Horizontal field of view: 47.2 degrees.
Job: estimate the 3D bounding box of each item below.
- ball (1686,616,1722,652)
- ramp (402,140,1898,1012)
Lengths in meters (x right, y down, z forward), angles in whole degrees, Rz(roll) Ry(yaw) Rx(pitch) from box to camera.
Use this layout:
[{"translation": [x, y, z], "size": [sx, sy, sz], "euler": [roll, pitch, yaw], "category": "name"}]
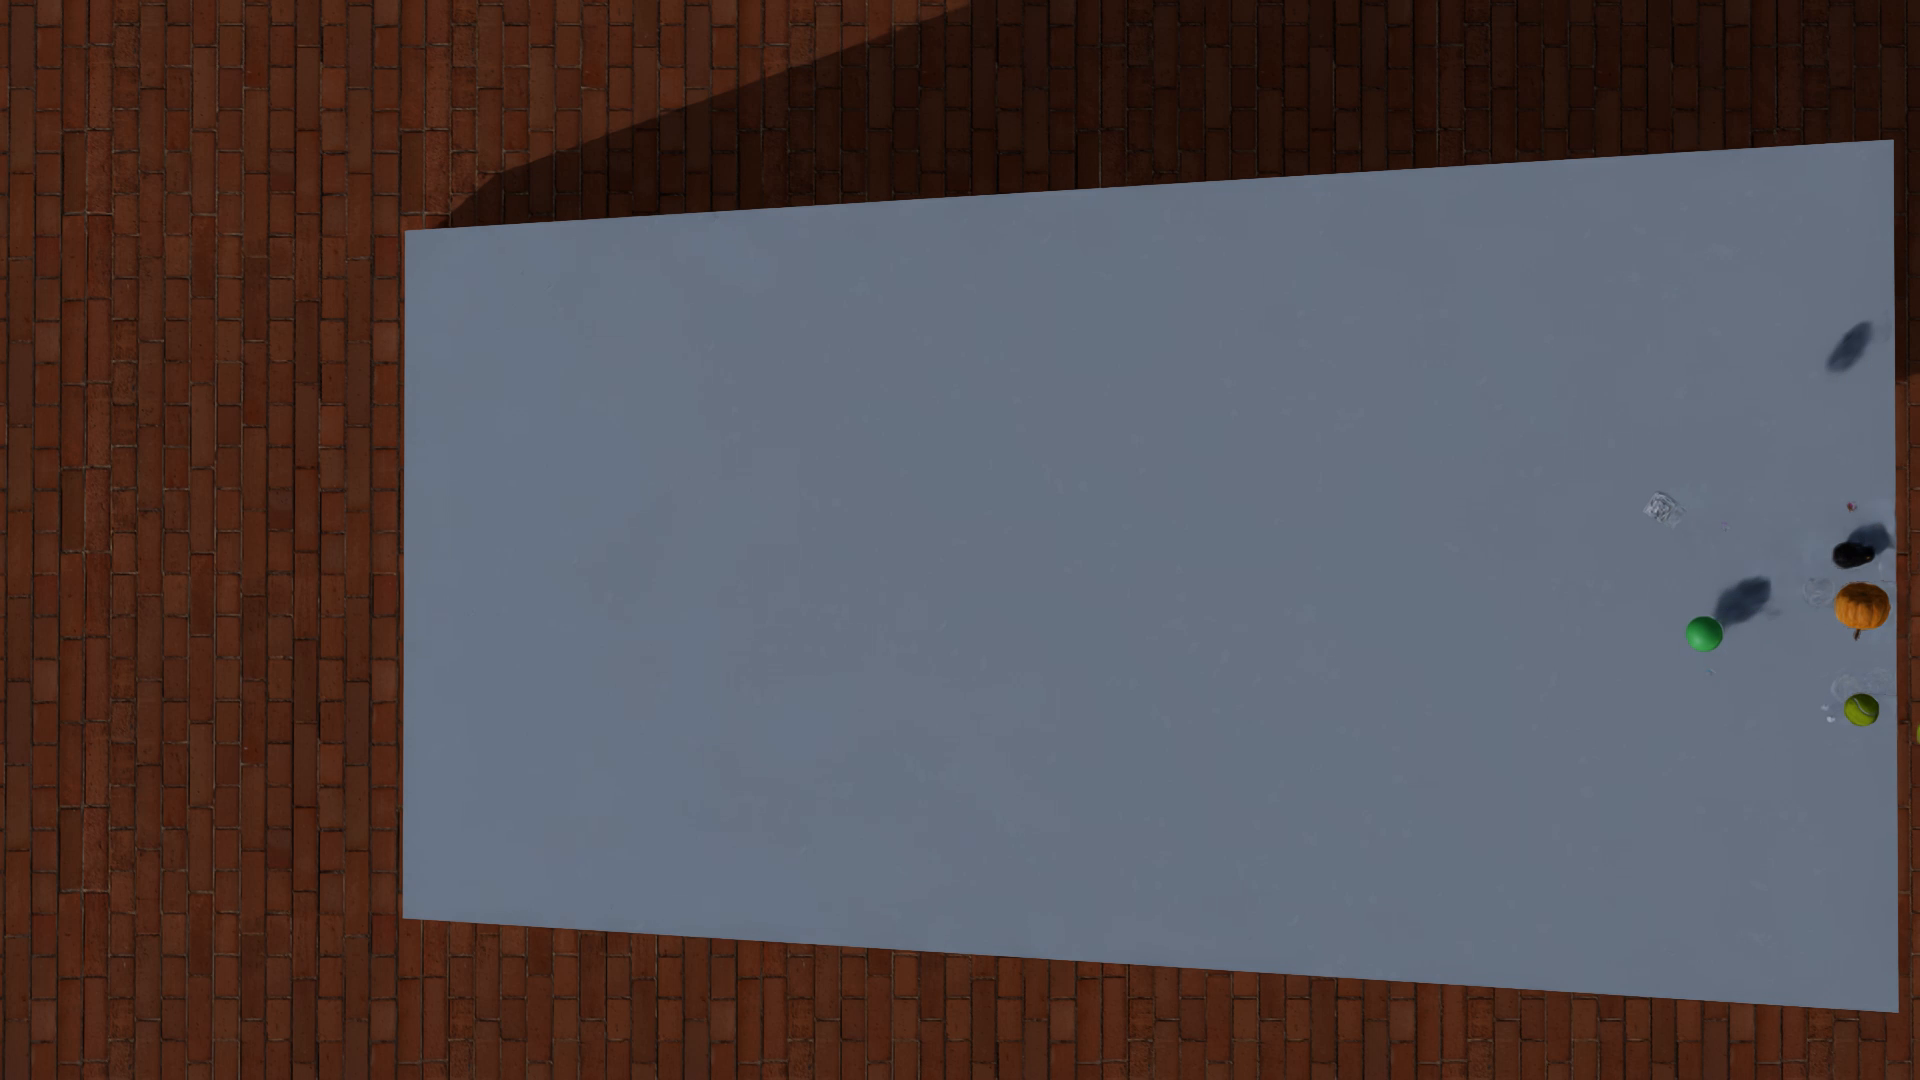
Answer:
[{"translation": [1.729, 0.218, 5.107], "size": [0.082, 0.082, 0.082], "euler": [0, 89, 0], "category": "ball"}, {"translation": [0.280, 0.090, 5.764], "size": [4.000, 0.100, 2.000], "euler": [0, 89, 20], "category": "ramp"}]
